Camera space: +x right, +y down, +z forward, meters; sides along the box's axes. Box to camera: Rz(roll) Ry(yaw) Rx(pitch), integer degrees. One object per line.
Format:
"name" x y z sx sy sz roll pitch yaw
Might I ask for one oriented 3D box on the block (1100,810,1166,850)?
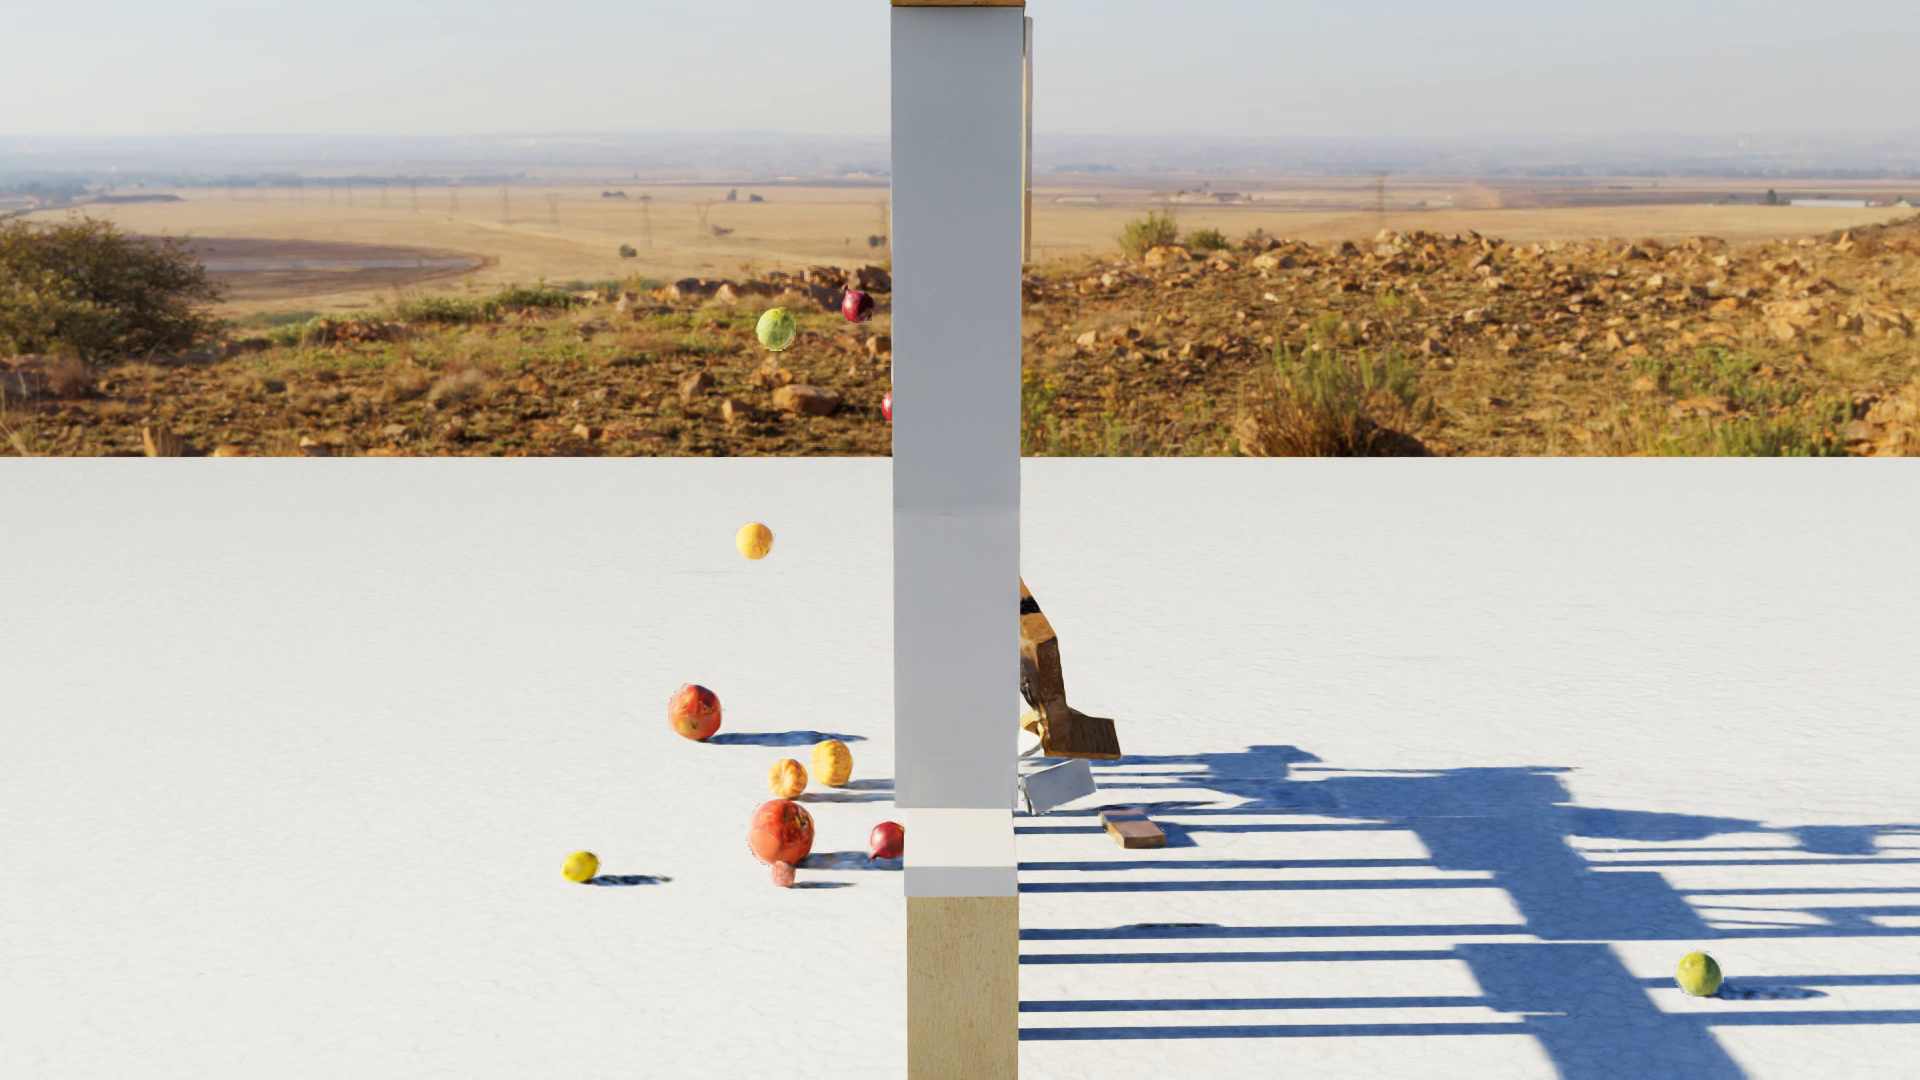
"block" 0.311 0.522 3.973 0.077 0.022 0.155 -2 11 -12

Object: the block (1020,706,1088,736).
"block" 0.184 0.349 4.223 0.077 0.022 0.182 -36 -28 13

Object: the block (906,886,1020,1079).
"block" 0.004 0.589 2.877 0.145 0.291 0.041 0 11 0

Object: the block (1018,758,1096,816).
"block" 0.184 0.459 4.117 0.142 0.071 0.020 -16 -2 -29

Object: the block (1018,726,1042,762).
"block" 0.156 0.383 4.425 0.142 0.020 0.071 -32 47 -1

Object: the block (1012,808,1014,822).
"block" 0.001 0.464 3.449 0.164 0.328 0.047 0 11 0

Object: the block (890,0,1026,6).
"block" 0.000 -0.738 2.969 0.171 0.049 0.343 0 11 1

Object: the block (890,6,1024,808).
"block" -0.004 -0.163 2.957 0.171 1.077 0.049 0 11 0

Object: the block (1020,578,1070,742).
"block" 0.138 0.220 3.993 0.042 0.298 0.149 -23 51 -10

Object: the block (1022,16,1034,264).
"block" 0.014 -0.570 3.137 0.171 0.343 0.049 3 10 13

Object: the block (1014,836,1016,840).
"block" 0.004 0.554 3.068 0.145 0.291 0.041 0 11 0

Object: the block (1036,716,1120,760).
"block" 0.223 0.370 4.127 0.155 0.077 0.022 6 -34 -27

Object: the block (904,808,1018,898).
"block" -0.001 0.408 2.943 0.145 0.041 0.291 0 11 0
